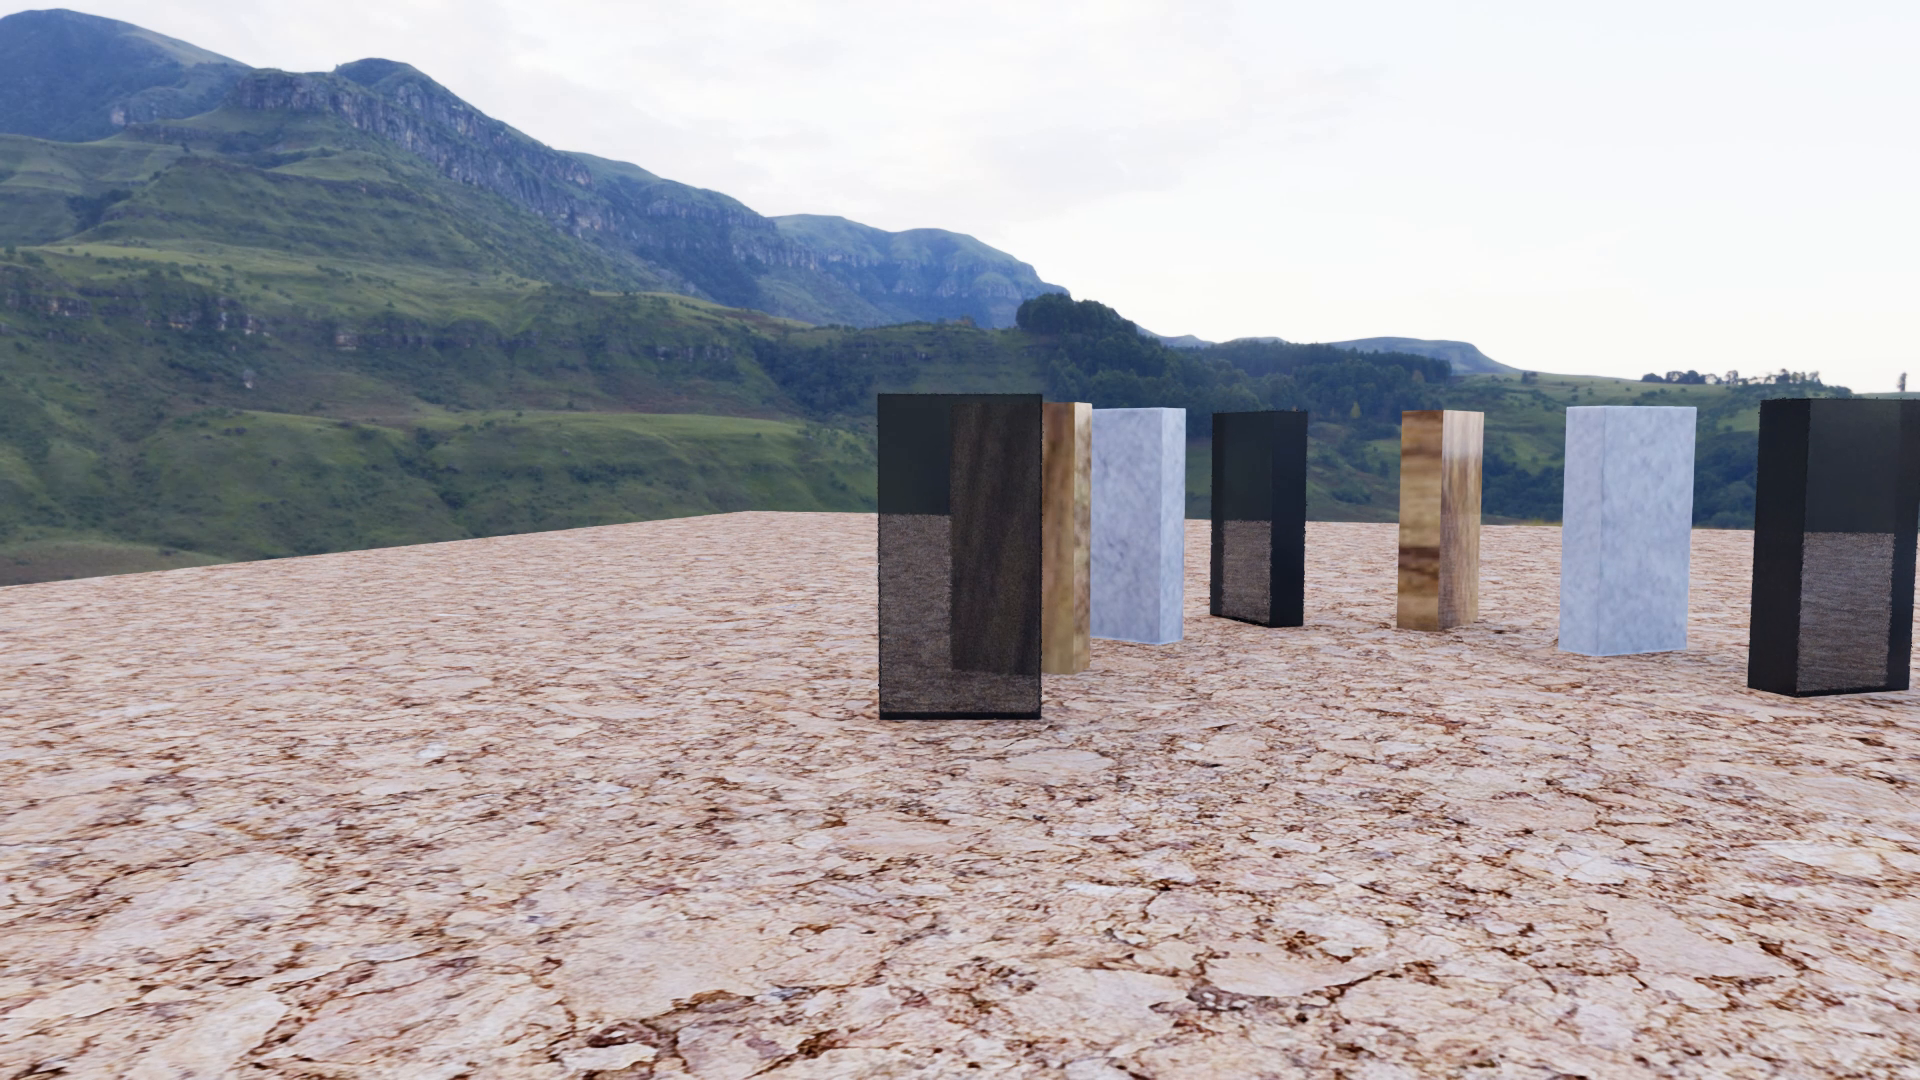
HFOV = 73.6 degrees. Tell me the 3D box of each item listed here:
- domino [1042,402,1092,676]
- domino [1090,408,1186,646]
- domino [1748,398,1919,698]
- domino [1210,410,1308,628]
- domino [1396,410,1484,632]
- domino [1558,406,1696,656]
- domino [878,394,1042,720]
[{"bbox_3d":[0.011,-0.001,0.244,0.025,0.050,0.009,2,5,25],"label":"domino"},{"bbox_3d":[0.036,-0.004,0.281,0.025,0.050,0.009,4,6,41],"label":"domino"},{"bbox_3d":[0.151,0.001,0.221,0.025,0.050,0.009,-1,4,-16],"label":"domino"},{"bbox_3d":[0.071,-0.006,0.308,0.009,0.050,0.025,-2,5,-22],"label":"domino"},{"bbox_3d":[0.113,-0.005,0.301,0.009,0.050,0.025,4,6,42],"label":"domino"},{"bbox_3d":[0.137,-0.002,0.264,0.025,0.050,0.009,-2,5,-22],"label":"domino"},{"bbox_3d":[0.000,0.002,0.201,0.025,0.050,0.009,0,4,0],"label":"domino"}]
